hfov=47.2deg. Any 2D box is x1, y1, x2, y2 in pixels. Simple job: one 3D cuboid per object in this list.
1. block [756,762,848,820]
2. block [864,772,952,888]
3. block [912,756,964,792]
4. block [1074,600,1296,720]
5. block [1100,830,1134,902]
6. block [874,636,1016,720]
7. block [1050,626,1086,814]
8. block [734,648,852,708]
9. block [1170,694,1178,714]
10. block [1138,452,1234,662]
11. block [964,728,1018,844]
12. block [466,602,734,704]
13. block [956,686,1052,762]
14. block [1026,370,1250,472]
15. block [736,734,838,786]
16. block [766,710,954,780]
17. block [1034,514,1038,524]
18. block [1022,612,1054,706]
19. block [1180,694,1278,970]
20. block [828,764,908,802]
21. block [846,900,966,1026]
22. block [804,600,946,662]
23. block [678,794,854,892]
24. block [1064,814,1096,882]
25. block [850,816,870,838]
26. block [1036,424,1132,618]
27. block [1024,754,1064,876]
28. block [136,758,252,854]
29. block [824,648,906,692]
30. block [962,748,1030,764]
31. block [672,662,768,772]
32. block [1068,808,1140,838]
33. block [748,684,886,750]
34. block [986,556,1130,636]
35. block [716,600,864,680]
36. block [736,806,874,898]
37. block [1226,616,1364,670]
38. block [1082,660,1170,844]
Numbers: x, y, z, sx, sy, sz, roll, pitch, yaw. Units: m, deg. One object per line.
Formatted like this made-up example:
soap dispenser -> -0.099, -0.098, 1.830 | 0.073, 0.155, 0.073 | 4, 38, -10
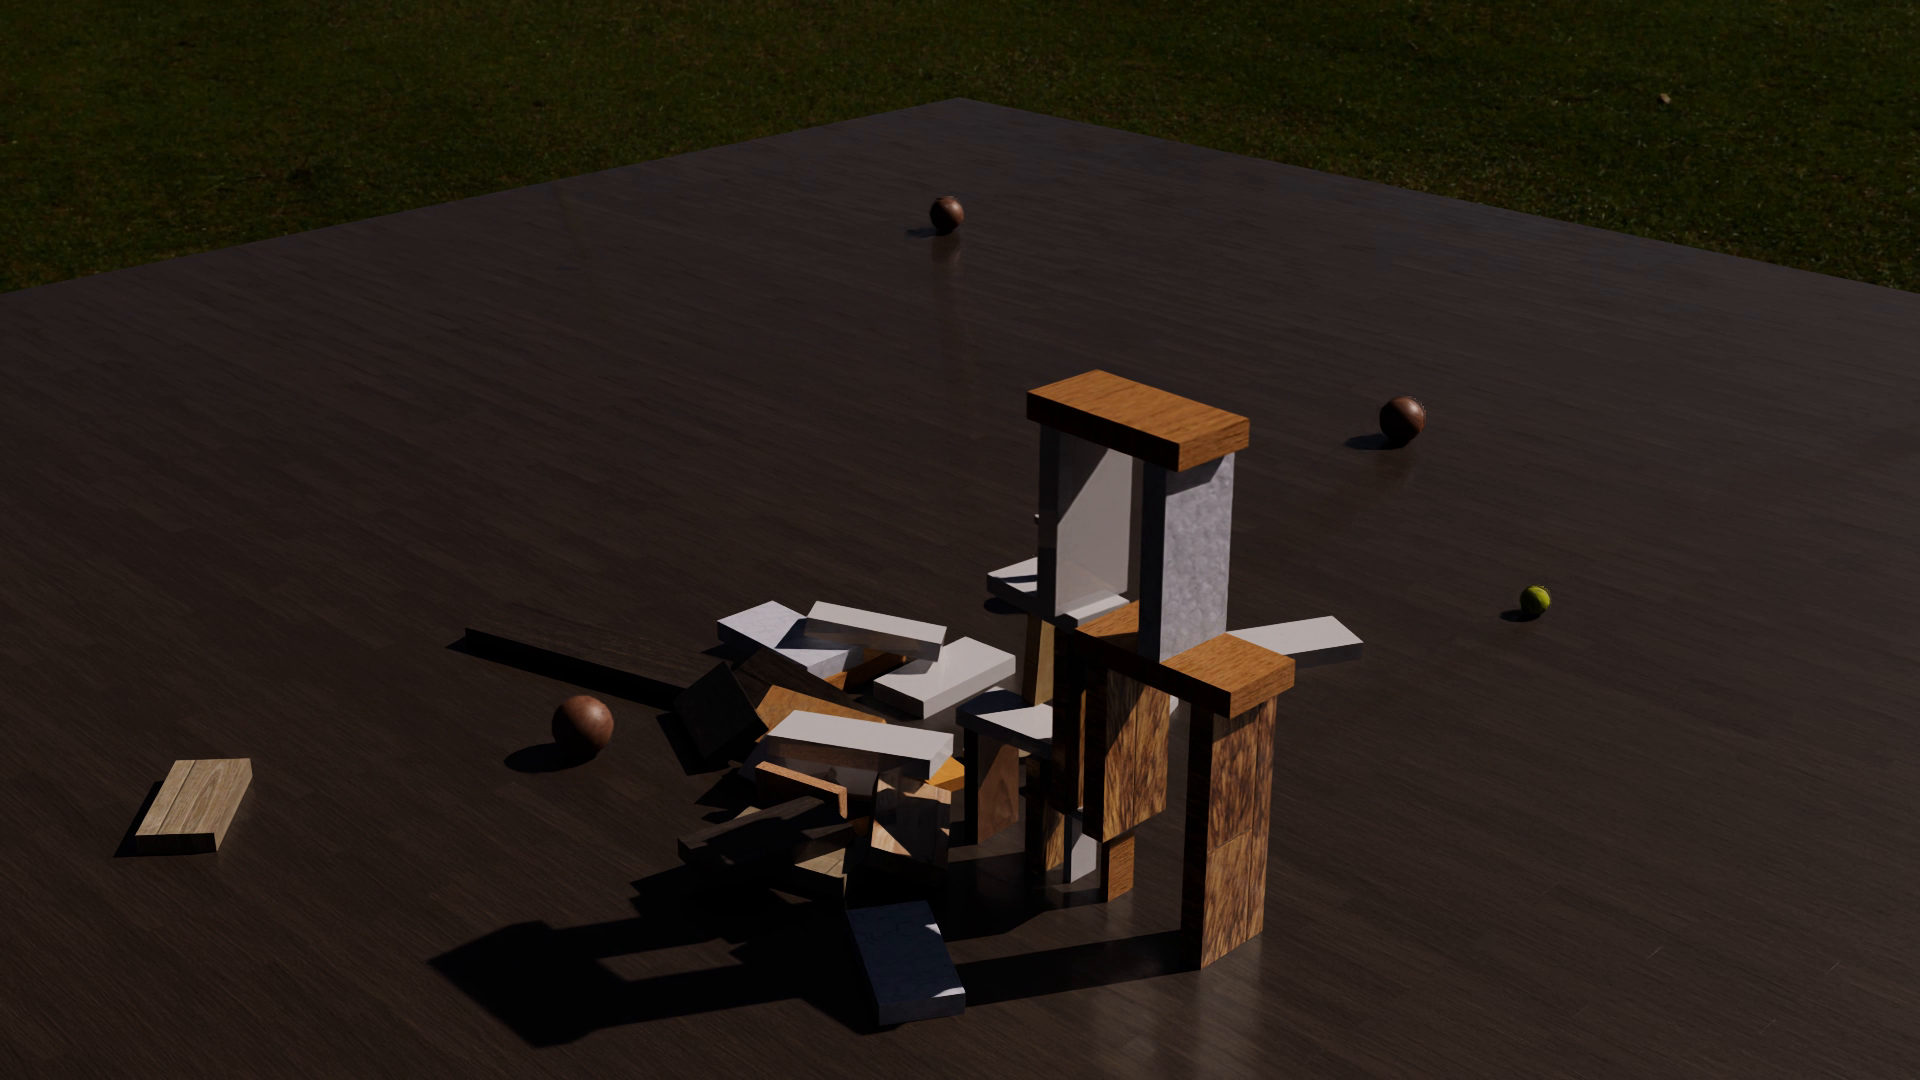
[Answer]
block -> -0.318, 0.520, 4.404 | 0.204, 0.102, 0.029 | 14, 27, 30
block -> -0.100, 0.563, 4.313 | 0.153, 0.043, 0.306 | 18, 22, -6
block -> -0.072, 0.472, 4.610 | 0.102, 0.029, 0.204 | -15, 27, -31
block -> 0.393, 0.206, 3.882 | 0.178, 0.050, 0.356 | -21, 31, -41
block -> 0.297, 0.605, 4.152 | 0.071, 0.142, 0.020 | -21, 31, -40
block -> -0.034, 0.309, 4.976 | 0.154, 0.044, 0.308 | 19, 30, 38
block -> 0.233, 0.321, 4.106 | 0.128, 0.376, 0.036 | -18, 29, -36
block -> -0.388, 0.342, 4.829 | 0.286, 0.041, 0.143 | 24, 54, 41
block -> 0.397, 0.381, 4.825 | 0.103, 0.029, 0.205 | 10, 25, 23
block -> 0.391, 0.015, 3.805 | 0.179, 0.362, 0.051 | -21, 30, -40
block -> 0.063, 0.464, 4.349 | 0.035, 0.247, 0.124 | 19, 29, 38
block -> -0.837, 0.262, 5.084 | 0.654, 0.046, 0.164 | 13, 26, 27
block -> 0.126, 0.355, 4.246 | 0.247, 0.035, 0.124 | 18, 29, 36
block -> 0.304, -0.210, 3.804 | 0.179, 0.051, 0.357 | -20, 30, -39
block -> -0.356, 0.480, 4.522 | 0.204, 0.029, 0.102 | 21, 68, 40
block -> -0.204, 0.418, 4.503 | 0.350, 0.043, 0.153 | 7, 17, 16
block -> 0.185, -0.025, 4.056 | 0.053, 0.015, 0.105 | -11, 26, -24
block -> 0.186, 0.186, 4.273 | 0.128, 0.256, 0.036 | -20, 34, -40
block -> 0.477, 0.500, 3.917 | 0.050, 0.519, 0.178 | 21, 31, 41
block -> -0.203, 0.483, 4.516 | 0.205, 0.029, 0.103 | 5, 56, 10
block -> -0.101, 0.752, 3.933 | 0.153, 0.043, 0.306 | -5, 24, -12
block -> -0.191, 0.208, 5.014 | 0.308, 0.044, 0.154 | 11, 13, 2
block -> -0.373, 0.579, 4.231 | 0.302, 0.043, 0.151 | -15, 27, -31
block -> 0.231, 0.579, 4.215 | 0.071, 0.142, 0.020 | -21, 31, -40
block -> -0.157, 0.570, 4.394 | 0.130, 0.018, 0.065 | -13, 26, -27
block -> 0.225, -0.055, 3.962 | 0.179, 0.357, 0.051 | -18, 29, -36
block -> 0.182, 0.511, 4.240 | 0.124, 0.247, 0.035 | -21, 31, -41
block -> -1.544, 0.535, 4.444 | 0.151, 0.043, 0.302 | -1, 23, -3
block -> -0.293, 0.287, 5.026 | 0.164, 0.046, 0.328 | 18, 29, 36
block -> 0.133, 0.453, 4.671 | 0.246, 0.018, 0.065 | -5, 24, -12
block -> -0.518, 0.376, 4.732 | 0.143, 0.041, 0.286 | -38, 30, -4
block -> 0.264, 0.517, 4.153 | 0.071, 0.020, 0.142 | -20, 30, -39
block -> -0.310, 0.409, 4.656 | 0.286, 0.041, 0.143 | 14, 56, 28
block -> 0.180, 0.104, 4.089 | 0.128, 0.036, 0.256 | -18, 29, -36
block -> -0.390, 0.233, 5.034 | 0.164, 0.046, 0.328 | -20, 30, -39
block -> -0.322, 0.605, 4.280 | 0.302, 0.043, 0.151 | 12, 26, 25
block -> 0.697, 0.257, 5.100 | 0.449, 0.044, 0.154 | -8, 24, -17
block -> 0.307, 0.361, 4.039 | 0.178, 0.356, 0.050 | -21, 31, -41
